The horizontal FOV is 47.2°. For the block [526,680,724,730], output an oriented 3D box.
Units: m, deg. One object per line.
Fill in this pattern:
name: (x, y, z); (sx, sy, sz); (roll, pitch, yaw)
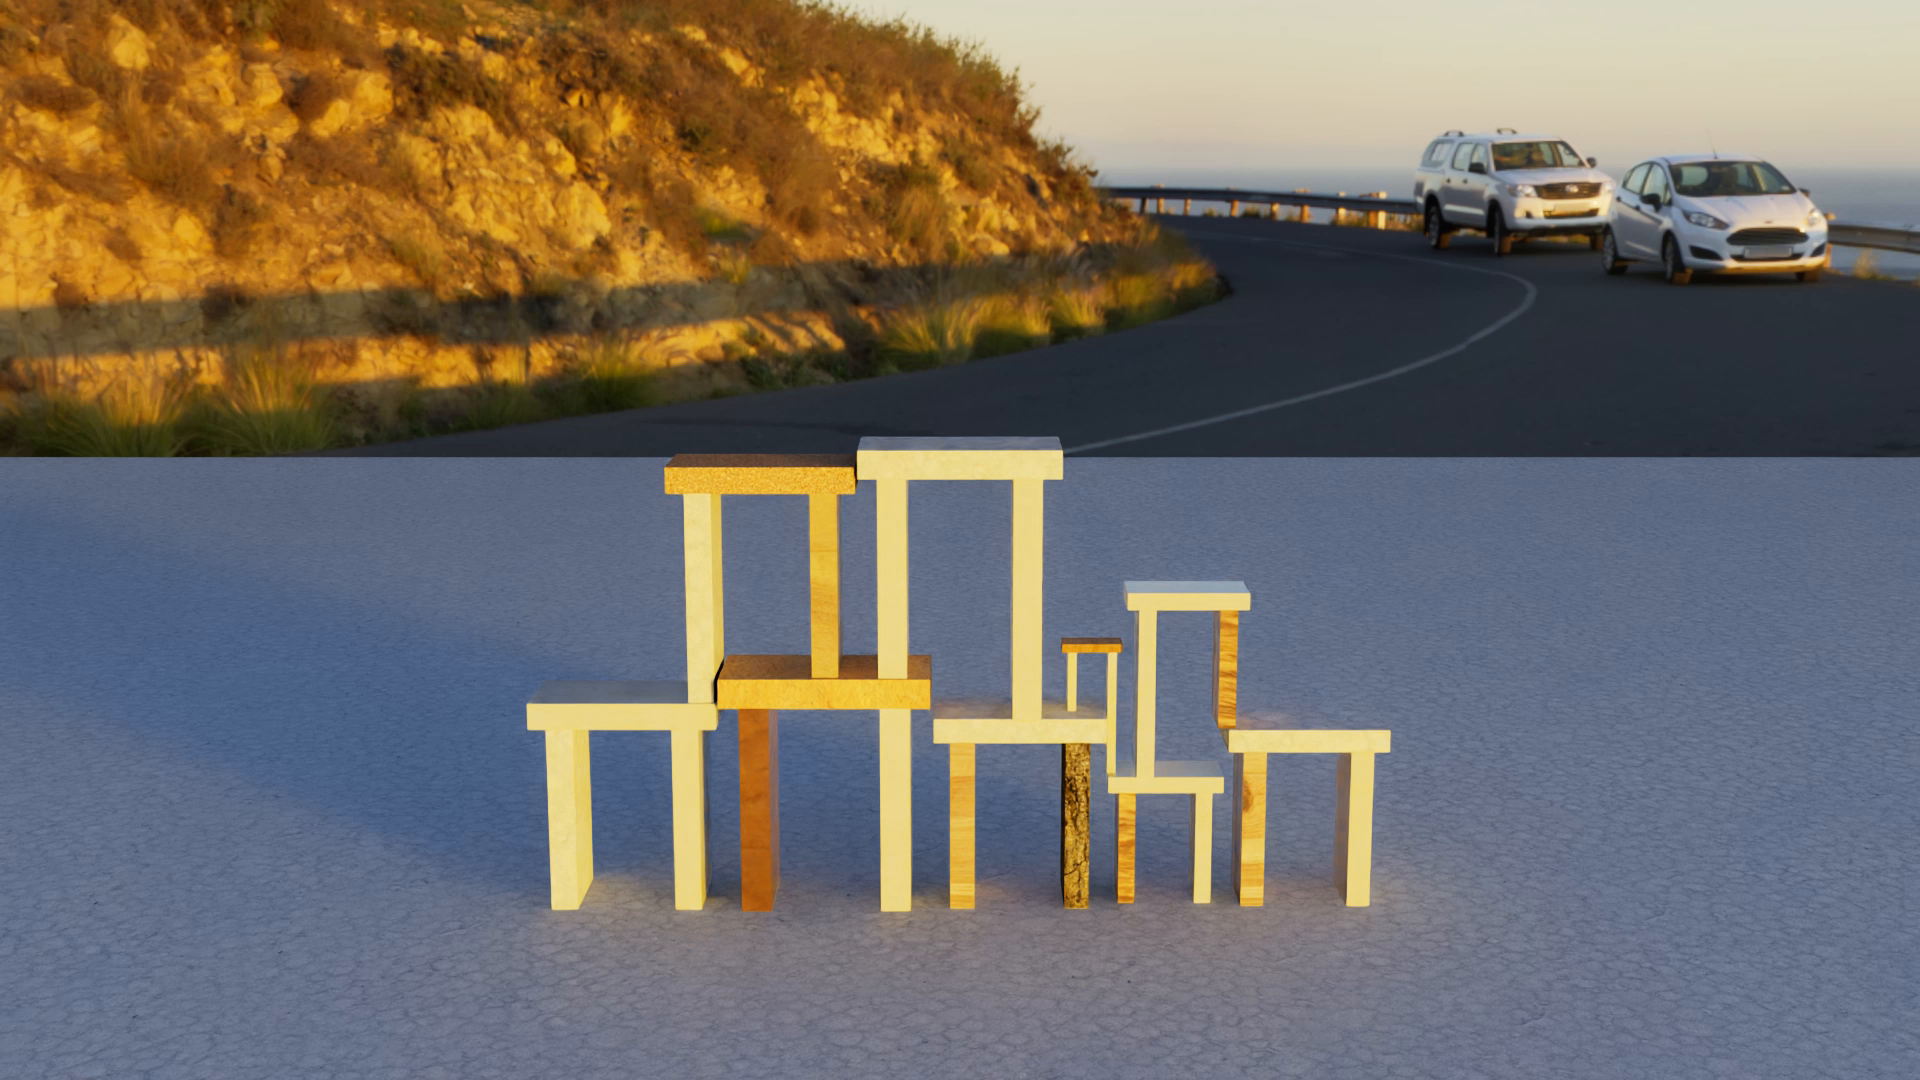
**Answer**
block: (-0.545, 0.271, 3.610); (0.303, 0.043, 0.152); (0, 11, 0)

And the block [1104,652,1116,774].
block: (0.248, 0.278, 3.615); (0.014, 0.203, 0.049); (0, 11, 0)

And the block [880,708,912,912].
block: (-0.104, 0.422, 3.639); (0.048, 0.340, 0.170); (0, 11, 0)

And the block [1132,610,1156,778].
block: (0.302, 0.241, 3.605); (0.028, 0.279, 0.098); (0, 11, 0)

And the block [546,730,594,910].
block: (-0.646, 0.441, 3.641); (0.043, 0.303, 0.152); (0, 11, 0)

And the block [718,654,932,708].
block: (-0.218, 0.232, 3.604); (0.340, 0.048, 0.170); (0, 11, 0)

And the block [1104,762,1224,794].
block: (0.336, 0.392, 3.634); (0.188, 0.027, 0.094); (0, 11, 0)

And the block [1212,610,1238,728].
block: (0.433, 0.200, 3.598); (0.028, 0.196, 0.098); (0, 11, 0)

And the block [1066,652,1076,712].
block: (0.183, 0.227, 3.606); (0.014, 0.098, 0.049); (0, 11, 0)

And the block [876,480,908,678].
block: (-0.108, 0.049, 3.571); (0.046, 0.323, 0.162); (0, 11, 0)

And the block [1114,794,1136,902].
block: (0.273, 0.497, 3.654); (0.027, 0.188, 0.094); (0, 11, 0)

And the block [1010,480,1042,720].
block: (0.107, 0.083, 3.578); (0.046, 0.392, 0.162); (0, 11, 0)

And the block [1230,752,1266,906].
block: (0.479, 0.461, 3.650); (0.037, 0.261, 0.131); (0, 11, 0)

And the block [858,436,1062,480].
block: (0.000, -0.133, 3.538); (0.323, 0.046, 0.162); (0, 11, 0)

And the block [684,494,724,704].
block: (-0.416, 0.081, 3.579); (0.042, 0.341, 0.149); (0, 11, 0)

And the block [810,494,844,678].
block: (-0.217, 0.060, 3.575); (0.042, 0.299, 0.149); (0, 11, 0)

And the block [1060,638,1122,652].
block: (0.215, 0.172, 3.595); (0.098, 0.014, 0.049); (0, 11, 0)

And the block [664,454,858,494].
block: (-0.316, -0.107, 3.544); (0.299, 0.042, 0.149); (0, 11, 0)

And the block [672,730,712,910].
block: (-0.444, 0.441, 3.641); (0.043, 0.303, 0.152); (0, 11, 0)

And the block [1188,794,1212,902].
block: (0.399, 0.497, 3.654); (0.027, 0.188, 0.094); (0, 11, 0)

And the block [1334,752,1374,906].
block: (0.653, 0.461, 3.650); (0.037, 0.261, 0.130); (0, 11, 0)

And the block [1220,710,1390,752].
block: (0.566, 0.314, 3.623); (0.261, 0.037, 0.131); (0, 11, 0)

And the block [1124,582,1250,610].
block: (0.367, 0.090, 3.577); (0.196, 0.028, 0.098); (0, 11, 0)

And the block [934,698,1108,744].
block: (0.097, 0.296, 3.613); (0.280, 0.040, 0.140); (0, 11, 0)

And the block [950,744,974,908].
block: (0.004, 0.453, 3.642); (0.040, 0.280, 0.140); (0, 11, 0)

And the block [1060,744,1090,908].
block: (0.191, 0.453, 3.642); (0.040, 0.280, 0.140); (0, 11, 0)

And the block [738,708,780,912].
block: (-0.331, 0.422, 3.639); (0.048, 0.340, 0.170); (0, 11, 0)
